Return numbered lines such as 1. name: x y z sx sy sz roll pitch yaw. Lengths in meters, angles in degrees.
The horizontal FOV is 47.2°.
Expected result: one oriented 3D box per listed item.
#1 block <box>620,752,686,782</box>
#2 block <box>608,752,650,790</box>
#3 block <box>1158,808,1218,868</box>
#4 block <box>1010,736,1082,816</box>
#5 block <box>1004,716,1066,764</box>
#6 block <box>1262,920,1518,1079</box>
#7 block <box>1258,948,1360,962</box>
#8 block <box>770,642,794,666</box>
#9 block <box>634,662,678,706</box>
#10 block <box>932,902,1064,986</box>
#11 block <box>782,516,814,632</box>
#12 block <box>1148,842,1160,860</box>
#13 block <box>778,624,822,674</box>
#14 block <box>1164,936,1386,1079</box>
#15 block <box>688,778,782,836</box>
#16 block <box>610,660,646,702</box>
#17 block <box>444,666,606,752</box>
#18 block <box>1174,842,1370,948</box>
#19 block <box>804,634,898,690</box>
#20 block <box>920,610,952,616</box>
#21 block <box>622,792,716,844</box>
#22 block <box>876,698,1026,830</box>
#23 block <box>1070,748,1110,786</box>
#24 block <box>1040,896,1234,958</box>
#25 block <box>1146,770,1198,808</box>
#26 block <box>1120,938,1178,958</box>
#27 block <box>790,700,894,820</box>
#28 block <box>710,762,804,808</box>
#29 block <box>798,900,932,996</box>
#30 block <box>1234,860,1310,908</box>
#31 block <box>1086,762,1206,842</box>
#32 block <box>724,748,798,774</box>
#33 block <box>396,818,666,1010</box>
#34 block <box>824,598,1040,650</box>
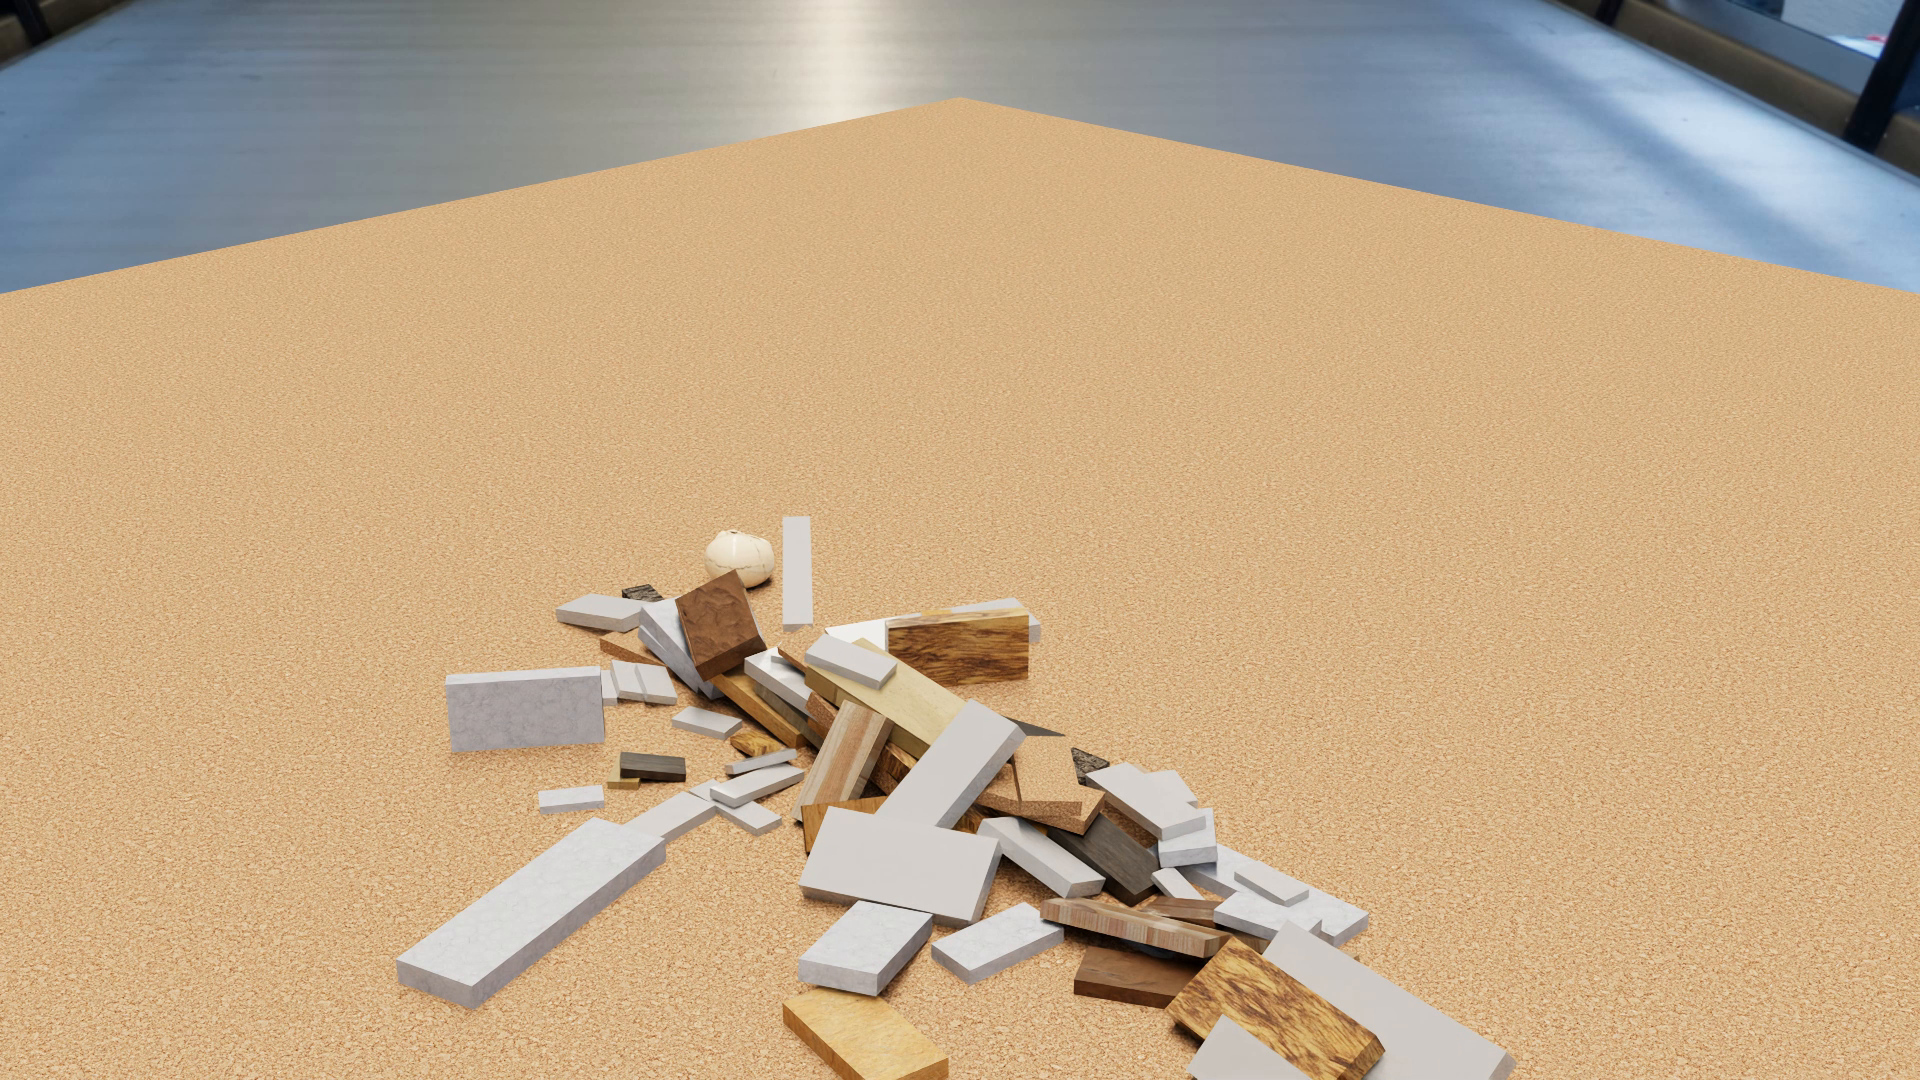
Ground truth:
1. block: -0.641 0.473 4.585 0.135 0.019 0.067 7 24 -13
2. block: -0.693 0.482 4.601 0.065 0.018 0.130 1 23 3
3. block: 0.441 0.577 4.271 0.109 0.031 0.219 -8 12 6
4. block: 0.166 0.459 4.300 0.116 0.033 0.232 2 27 -6
5. block: 0.030 0.411 4.682 0.346 0.049 0.173 15 16 29
6. block: 0.677 0.815 3.647 0.481 0.049 0.174 27 76 47
7. block: 0.587 0.745 3.900 0.110 0.031 0.221 -18 17 -40
8. block: -0.342 0.253 4.745 0.120 0.017 0.060 11 28 13
9. block: -0.683 0.323 4.934 0.069 0.020 0.139 10 23 -25
10. block: 0.069 0.732 3.996 0.221 0.031 0.111 -17 29 -35
11. block: -0.411 0.078 5.551 0.072 0.020 0.672 -2 23 -4
12. block: 0.397 0.613 4.298 0.052 0.015 0.103 19 29 37
13. block: -0.298 0.253 4.677 0.172 0.024 0.086 33 55 30
14. block: 0.521 0.816 3.666 0.174 0.049 0.348 -44 39 -14
15. block: -0.457 0.542 4.459 0.065 0.018 0.220 -21 31 -40
16. block: -0.744 0.317 4.951 0.069 0.020 0.139 11 23 -22
17. block: -0.928 0.361 4.702 0.323 0.162 0.046 -3 23 -7
18. block: 0.574 0.663 4.159 0.402 0.031 0.109 21 31 40
19. block: -0.225 0.251 4.540 0.172 0.024 0.086 20 32 16
20. block: -0.044 0.203 5.139 0.072 0.020 0.144 -4 23 -9
21. block: -0.584 0.563 4.401 0.090 0.026 0.181 17 28 34
22. block: -0.042 0.487 4.284 0.375 0.041 0.146 -50 42 -13
23. block: 0.214 0.492 4.566 0.097 0.027 0.193 19 29 37
24. block: 0.317 0.698 3.979 0.336 0.031 0.111 8 2 33
25. block: 0.428 0.509 4.466 0.066 0.019 0.131 -6 24 -15
26. block: 0.350 0.733 4.013 0.103 0.015 0.052 19 30 38
27. block: -0.236 0.458 4.403 0.116 0.257 0.033 19 -11 37
28. block: -0.416 0.501 4.521 0.070 0.020 0.207 18 22 36
29. block: -0.166 0.726 3.928 0.146 0.041 0.292 8 14 17
30. block: 0.585 0.647 4.132 0.066 0.019 0.131 -17 28 -35
31. block: 0.367 0.518 4.378 0.097 0.027 0.323 -14 19 -21
32. block: -0.417 0.463 4.599 0.139 0.020 0.070 -13 0 -21
33. block: -0.785 0.683 4.089 0.173 0.049 0.567 12 26 26
34. block: -0.064 0.223 5.176 0.482 0.046 0.162 -9 24 -20
